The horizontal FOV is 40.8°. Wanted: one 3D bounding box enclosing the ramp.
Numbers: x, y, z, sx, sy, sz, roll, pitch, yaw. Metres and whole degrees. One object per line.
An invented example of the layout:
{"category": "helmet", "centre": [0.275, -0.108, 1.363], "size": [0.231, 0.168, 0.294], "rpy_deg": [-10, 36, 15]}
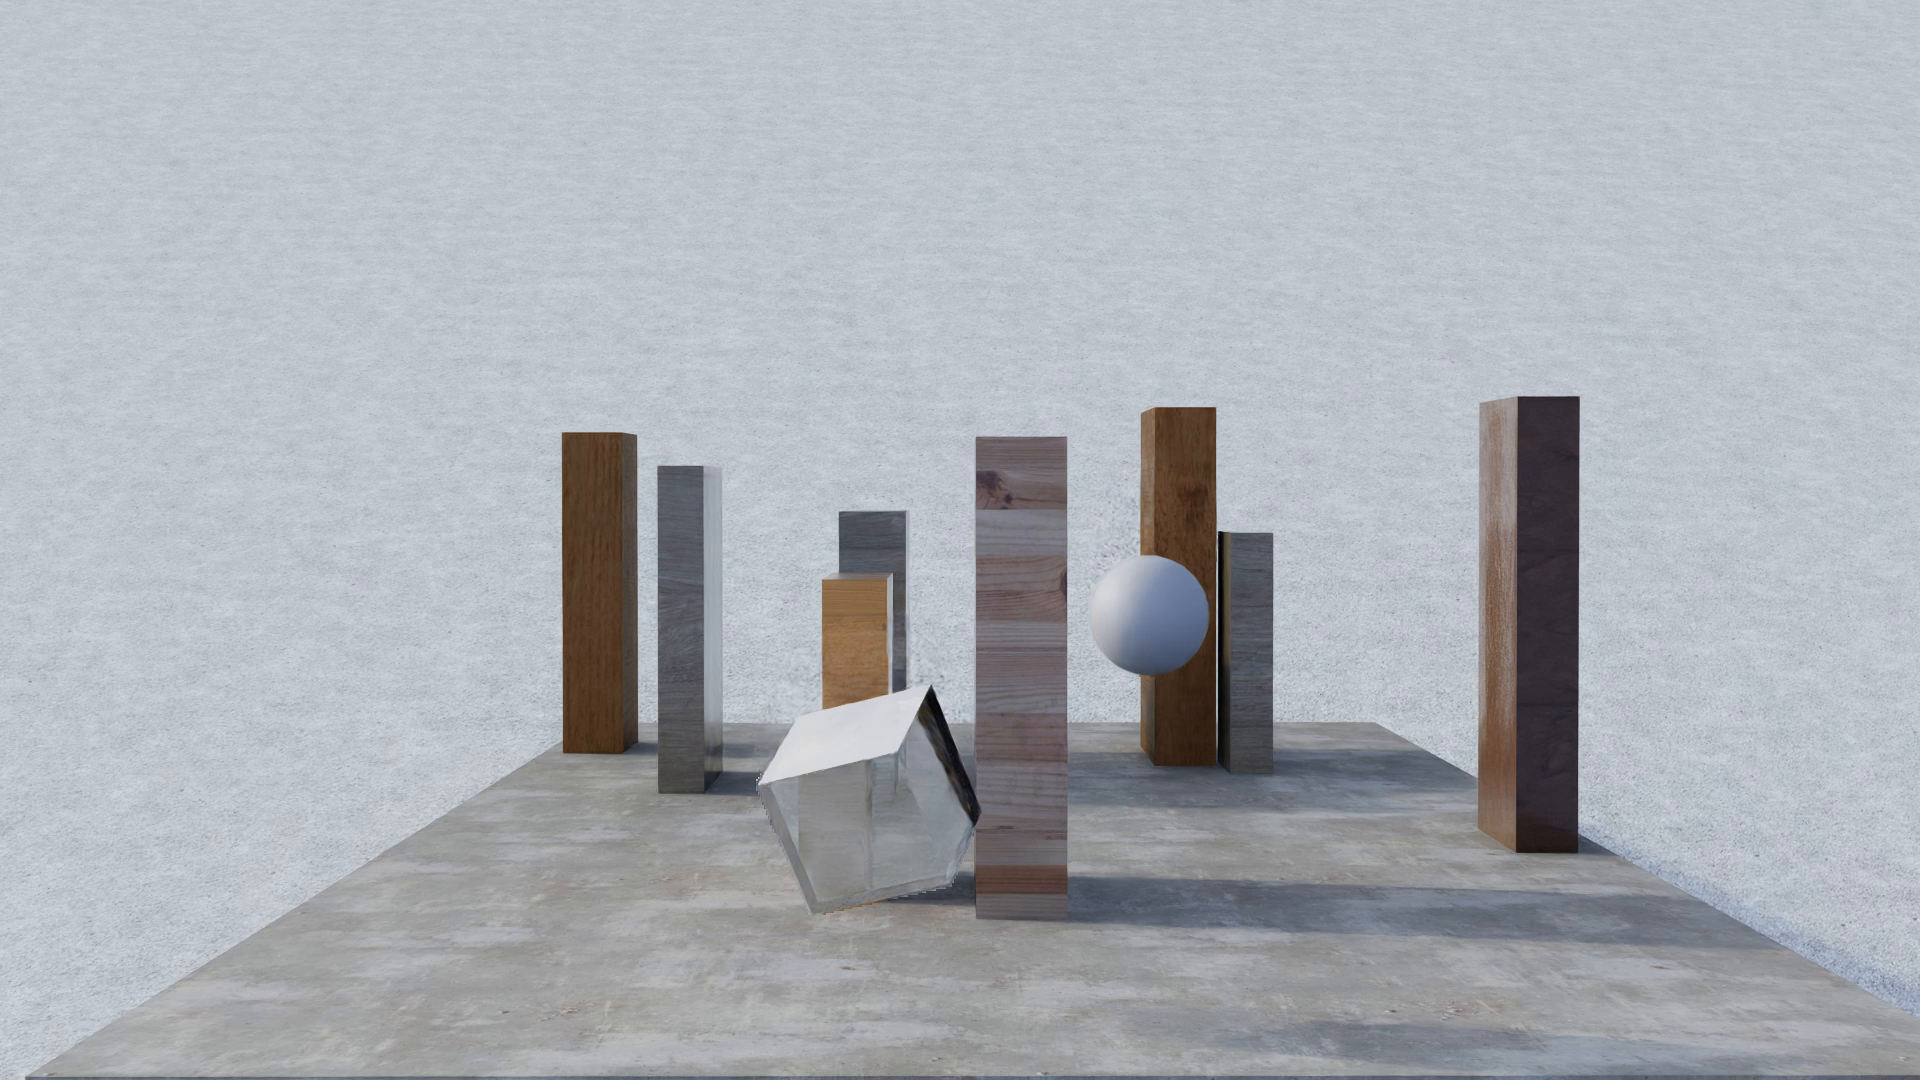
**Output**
{"category": "ramp", "centre": [0.061, 0.551, 4.588], "size": [2.000, 0.100, 4.000], "rpy_deg": [0, 1, 0]}

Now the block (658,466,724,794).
{"category": "block", "centre": [-0.544, 0.171, 5.227], "size": [0.090, 0.638, 0.408], "rpy_deg": [0, 1, 0]}

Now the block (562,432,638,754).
{"category": "block", "centre": [-0.826, 0.116, 5.939], "size": [0.135, 0.722, 0.279], "rpy_deg": [0, 1, 0]}

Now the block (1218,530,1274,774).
{"category": "block", "centre": [0.607, 0.233, 5.498], "size": [0.089, 0.502, 0.261], "rpy_deg": [0, 1, 0]}

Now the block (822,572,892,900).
{"category": "block", "centre": [-0.151, 0.284, 3.853], "size": [0.094, 0.461, 0.313], "rpy_deg": [0, 1, 0]}

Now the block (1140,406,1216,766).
{"category": "block", "centre": [0.483, 0.096, 5.742], "size": [0.132, 0.769, 0.431], "rpy_deg": [0, 1, 0]}

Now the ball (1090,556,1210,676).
{"category": "ball", "centre": [0.175, 0.069, 2.381], "size": [0.111, 0.111, 0.111], "rpy_deg": [0, 27, 0]}

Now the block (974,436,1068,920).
{"category": "block", "centre": [0.084, 0.186, 3.738], "size": [0.125, 0.662, 0.407], "rpy_deg": [0, 1, 0]}

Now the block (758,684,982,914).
{"category": "block", "centre": [-0.099, 0.292, 2.920], "size": [0.169, 0.169, 0.169], "rpy_deg": [-15, 19, 19]}

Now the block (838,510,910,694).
{"category": "block", "centre": [-0.180, 0.211, 5.518], "size": [0.137, 0.547, 0.440], "rpy_deg": [0, 1, 0]}

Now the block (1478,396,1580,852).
{"category": "block", "centre": [0.953, 0.135, 4.337], "size": [0.101, 0.741, 0.305], "rpy_deg": [0, 1, 0]}
